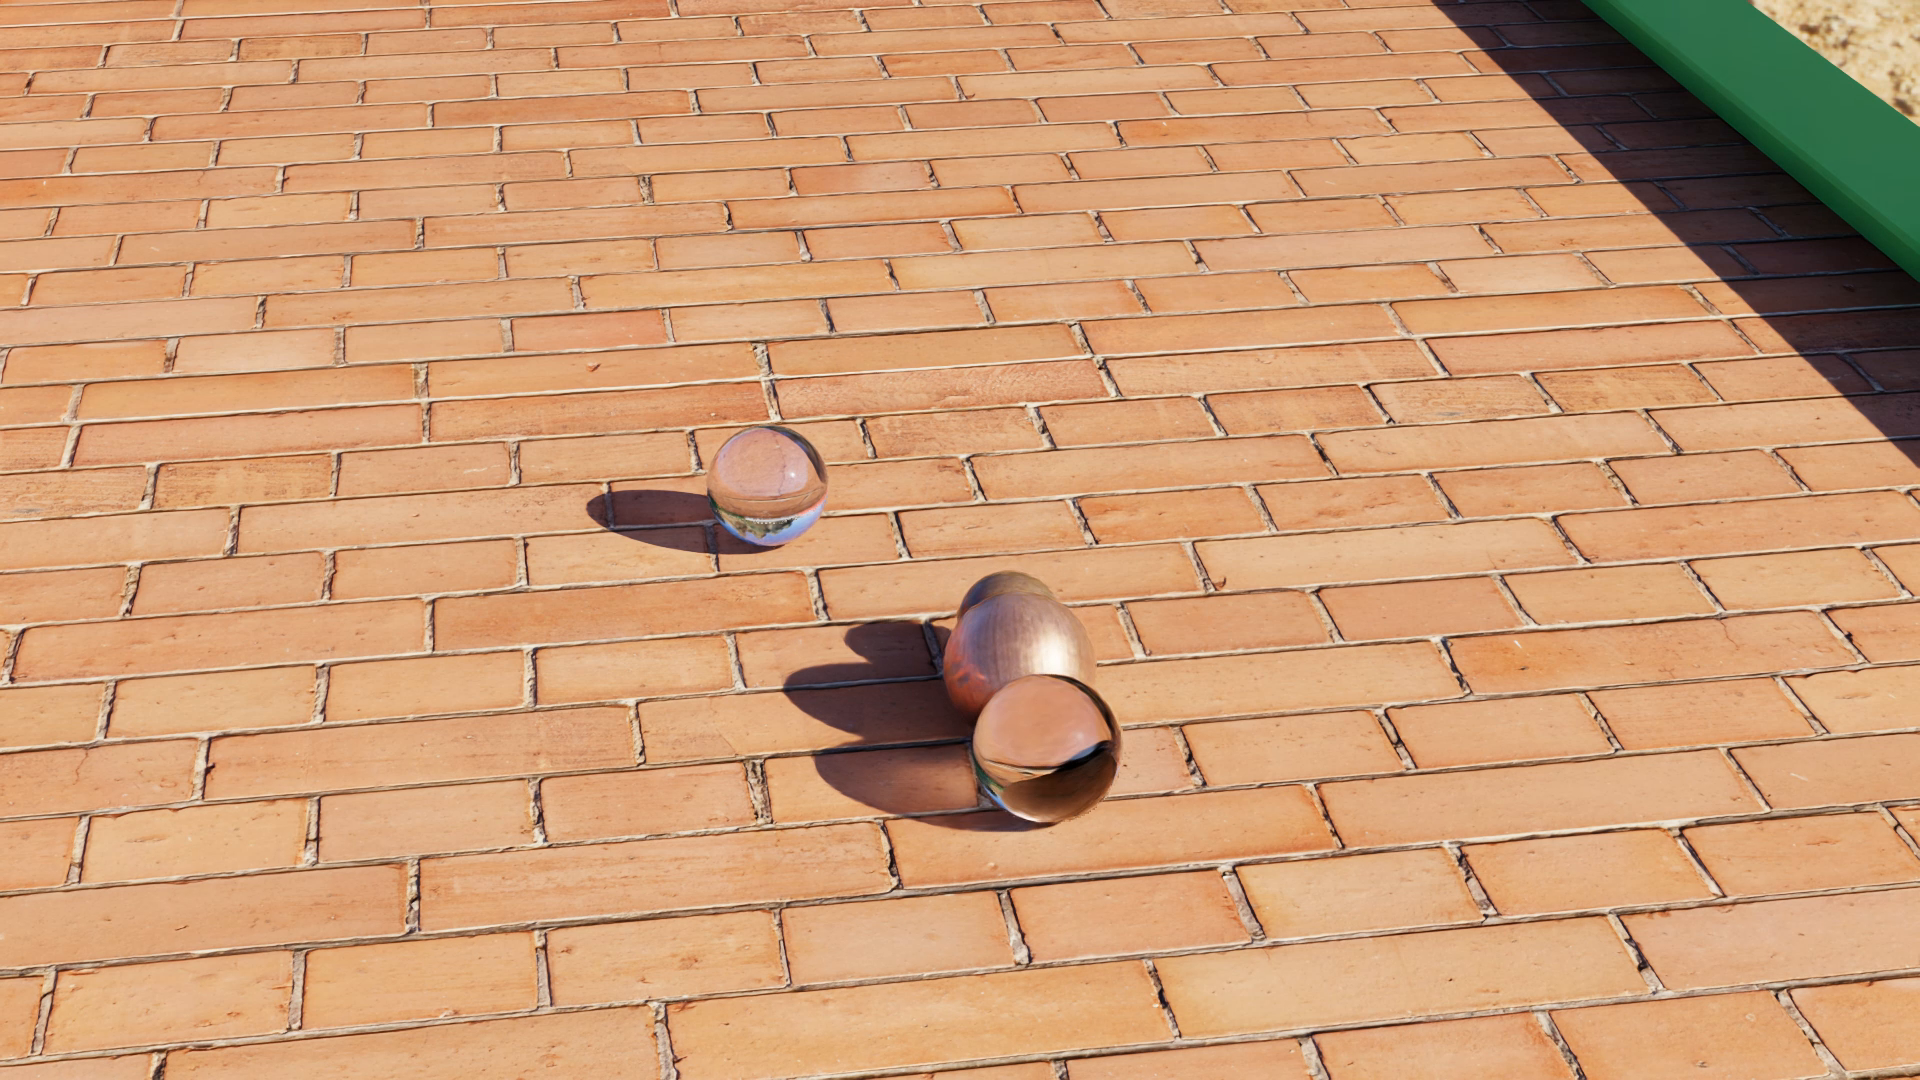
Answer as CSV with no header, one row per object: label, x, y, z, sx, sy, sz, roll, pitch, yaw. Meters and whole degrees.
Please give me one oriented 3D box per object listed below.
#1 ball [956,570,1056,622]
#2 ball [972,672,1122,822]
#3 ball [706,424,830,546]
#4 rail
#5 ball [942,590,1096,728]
ball,0.030,0.051,1.783,0.065,0.065,0.065,0,27,0
ball,0.048,0.115,1.635,0.084,0.084,0.084,0,27,0
ball,-0.127,-0.036,1.936,0.081,0.081,0.081,0,27,0
rail,0.689,-0.427,2.664,0.045,0.116,3.154,-4,27,-8
ball,0.035,0.074,1.710,0.089,0.089,0.089,0,27,0
